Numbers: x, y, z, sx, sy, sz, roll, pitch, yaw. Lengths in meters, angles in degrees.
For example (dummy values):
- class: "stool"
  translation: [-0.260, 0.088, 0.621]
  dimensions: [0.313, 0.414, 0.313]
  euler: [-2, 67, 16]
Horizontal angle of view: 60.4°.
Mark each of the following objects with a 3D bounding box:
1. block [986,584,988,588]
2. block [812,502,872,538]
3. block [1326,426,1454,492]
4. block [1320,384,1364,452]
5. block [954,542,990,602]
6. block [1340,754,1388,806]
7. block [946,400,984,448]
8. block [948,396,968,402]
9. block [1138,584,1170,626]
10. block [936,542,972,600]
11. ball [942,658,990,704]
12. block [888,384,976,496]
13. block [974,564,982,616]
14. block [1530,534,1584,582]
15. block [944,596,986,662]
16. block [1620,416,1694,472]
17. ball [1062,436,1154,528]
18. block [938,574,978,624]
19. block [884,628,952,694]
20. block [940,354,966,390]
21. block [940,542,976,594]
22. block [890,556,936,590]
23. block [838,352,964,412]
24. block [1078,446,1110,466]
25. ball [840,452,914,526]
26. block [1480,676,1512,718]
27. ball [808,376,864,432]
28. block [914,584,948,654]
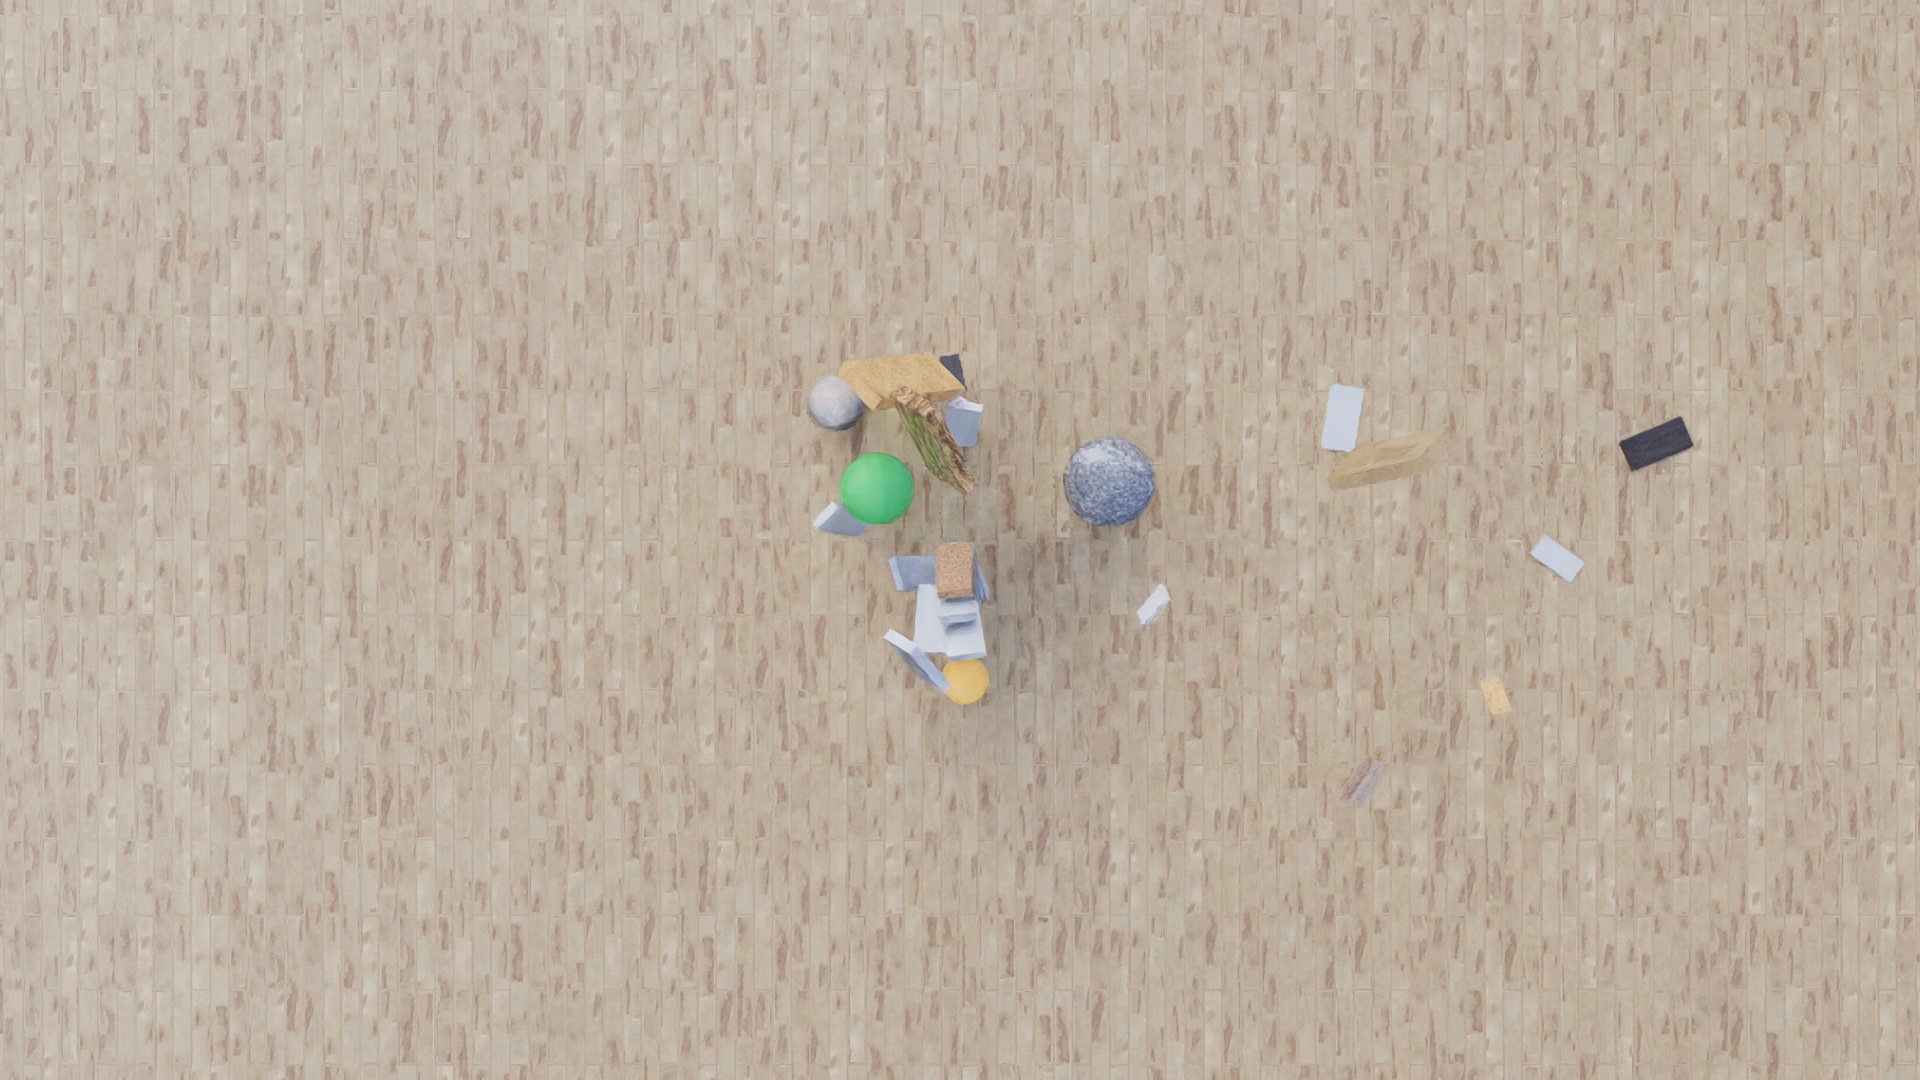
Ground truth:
- class: "block"
  translation: [0.026, 0.107, 5.409]
  dimensions: [0.080, 0.023, 0.160]
  euler: [-12, 123, 22]
- class: "block"
  translation: [-0.369, -0.066, 5.353]
  dimensions: [0.108, 0.215, 0.030]
  euler: [-45, 60, 23]
- class: "block"
  translation: [1.257, -0.235, 4.836]
  dimensions: [0.174, 0.347, 0.049]
  euler: [-42, 107, -32]
- class: "block"
  translation: [1.271, -0.404, 5.485]
  dimensions: [0.107, 0.030, 0.213]
  euler: [9, 90, 0]
- class: "block"
  translation: [0.014, 0.107, 5.377]
  dimensions: [0.110, 0.031, 0.220]
  euler: [-5, 125, 18]
- class: "block"
  translation: [1.313, 0.783, 5.367]
  dimensions: [0.080, 0.023, 0.160]
  euler: [30, 112, 2]
- class: "block"
  translation: [0.010, -0.380, 5.400]
  dimensions: [0.107, 0.213, 0.030]
  euler: [11, 60, 0]
- class: "block"
  translation: [-0.006, -0.453, 5.434]
  dimensions: [0.062, 0.124, 0.018]
  euler: [32, 81, 6]
- class: "block"
  translation: [0.509, 0.172, 4.337]
  dimensions: [0.015, 0.052, 0.104]
  euler: [21, 120, -29]
- class: "block"
  translation: [-0.018, 0.096, 5.148]
  dimensions: [0.108, 0.215, 0.030]
  euler: [-6, 130, 3]
- class: "ball"
  translation: [0.017, 0.460, 5.420]
  dimensions: [0.159, 0.159, 0.159]
  euler: [0, 90, 0]
- class: "block"
  translation: [-0.079, -0.295, 4.885]
  dimensions: [0.049, 0.347, 0.174]
  euler: [-43, 46, -15]
- class: "block"
  translation: [0.004, 0.163, 5.370]
  dimensions: [0.110, 0.031, 0.220]
  euler: [4, 133, 14]
- class: "block"
  translation: [1.986, 0.061, 5.489]
  dimensions: [0.160, 0.023, 0.080]
  euler: [35, 90, 0]
- class: "block"
  translation: [0.008, 0.263, 5.147]
  dimensions: [0.118, 0.033, 0.240]
  euler: [-9, 54, 0]
- class: "block"
  translation: [2.315, -0.319, 5.485]
  dimensions: [0.213, 0.030, 0.107]
  euler: [-23, 90, 0]
- class: "ball"
  translation: [0.481, -0.188, 5.354]
  dimensions: [0.293, 0.293, 0.293]
  euler: [0, 90, 0]
- class: "block"
  translation: [-0.009, 0.166, 5.162]
  dimensions: [0.118, 0.236, 0.033]
  euler: [-6, 129, 3]
- class: "block"
  translation: [-0.124, 0.357, 4.845]
  dimensions: [0.118, 0.236, 0.033]
  euler: [29, 73, 41]
- class: "block"
  translation: [-0.023, -0.544, 5.387]
  dimensions: [0.062, 0.018, 0.124]
  euler: [-10, 72, -10]
- class: "block"
  translation: [-0.009, 0.090, 5.204]
  dimensions: [0.108, 0.215, 0.030]
  euler: [-4, 129, 5]
- class: "block"
  translation: [-0.124, 0.107, 5.400]
  dimensions: [0.221, 0.031, 0.110]
  euler: [0, 66, -41]
- class: "block"
  translation: [-0.179, -0.498, 5.159]
  dimensions: [0.174, 0.449, 0.049]
  euler: [47, 121, 19]
- class: "block"
  translation: [0.419, -0.263, 5.173]
  dimensions: [0.052, 0.104, 0.015]
  euler: [46, 128, 22]
- class: "ball"
  translation: [-0.263, -0.163, 5.257]
  dimensions: [0.232, 0.232, 0.232]
  euler: [0, 90, 0]
- class: "block"
  translation: [1.440, 0.422, 4.427]
  dimensions: [0.052, 0.015, 0.104]
  euler: [-23, 52, 17]
- class: "ball"
  translation: [-0.405, -0.448, 5.409]
  dimensions: [0.182, 0.182, 0.182]
  euler: [0, 90, 0]
- class: "block"
  translation: [-0.085, 0.254, 5.253]
  dimensions: [0.108, 0.031, 0.217]
  euler: [3, 77, 9]
